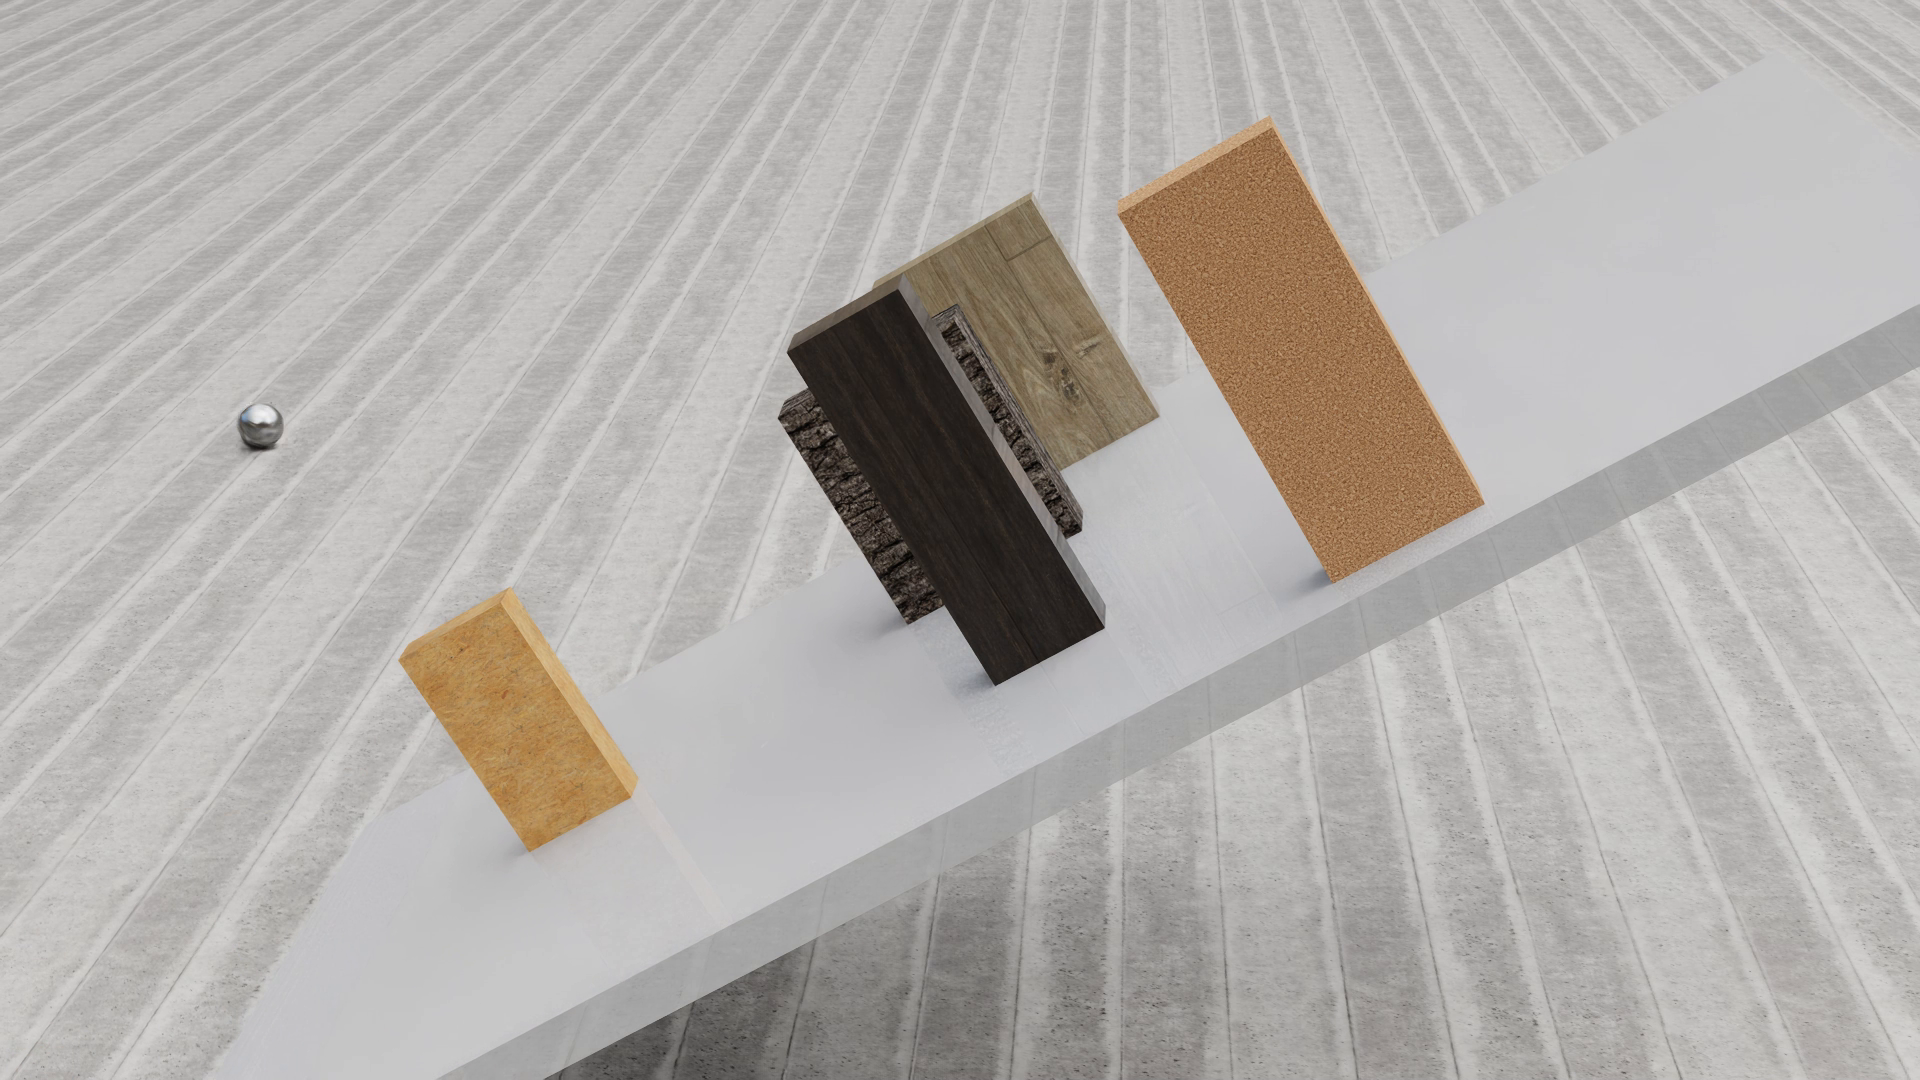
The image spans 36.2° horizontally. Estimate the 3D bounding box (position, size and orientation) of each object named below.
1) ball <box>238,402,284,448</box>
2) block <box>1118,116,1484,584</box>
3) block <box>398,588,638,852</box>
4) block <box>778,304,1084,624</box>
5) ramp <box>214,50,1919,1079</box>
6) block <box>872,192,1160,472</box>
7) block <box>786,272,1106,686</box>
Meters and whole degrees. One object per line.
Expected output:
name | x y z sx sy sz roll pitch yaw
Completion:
ball | -2.634 -0.432 11.080 0.170 0.170 0.170 0 19 0
block | 0.607 -0.332 5.221 0.306 0.782 0.110 -29 15 12
block | -0.979 0.401 6.547 0.274 0.529 0.105 -29 15 12
block | -0.061 -0.165 6.491 0.447 0.552 0.139 -29 15 12
ramp | 0.142 0.168 6.286 4.000 0.100 2.000 -29 15 12
block | 0.134 -0.450 6.932 0.432 0.602 0.081 -29 15 12
block | -0.020 -0.114 5.768 0.251 0.789 0.132 -29 15 12
